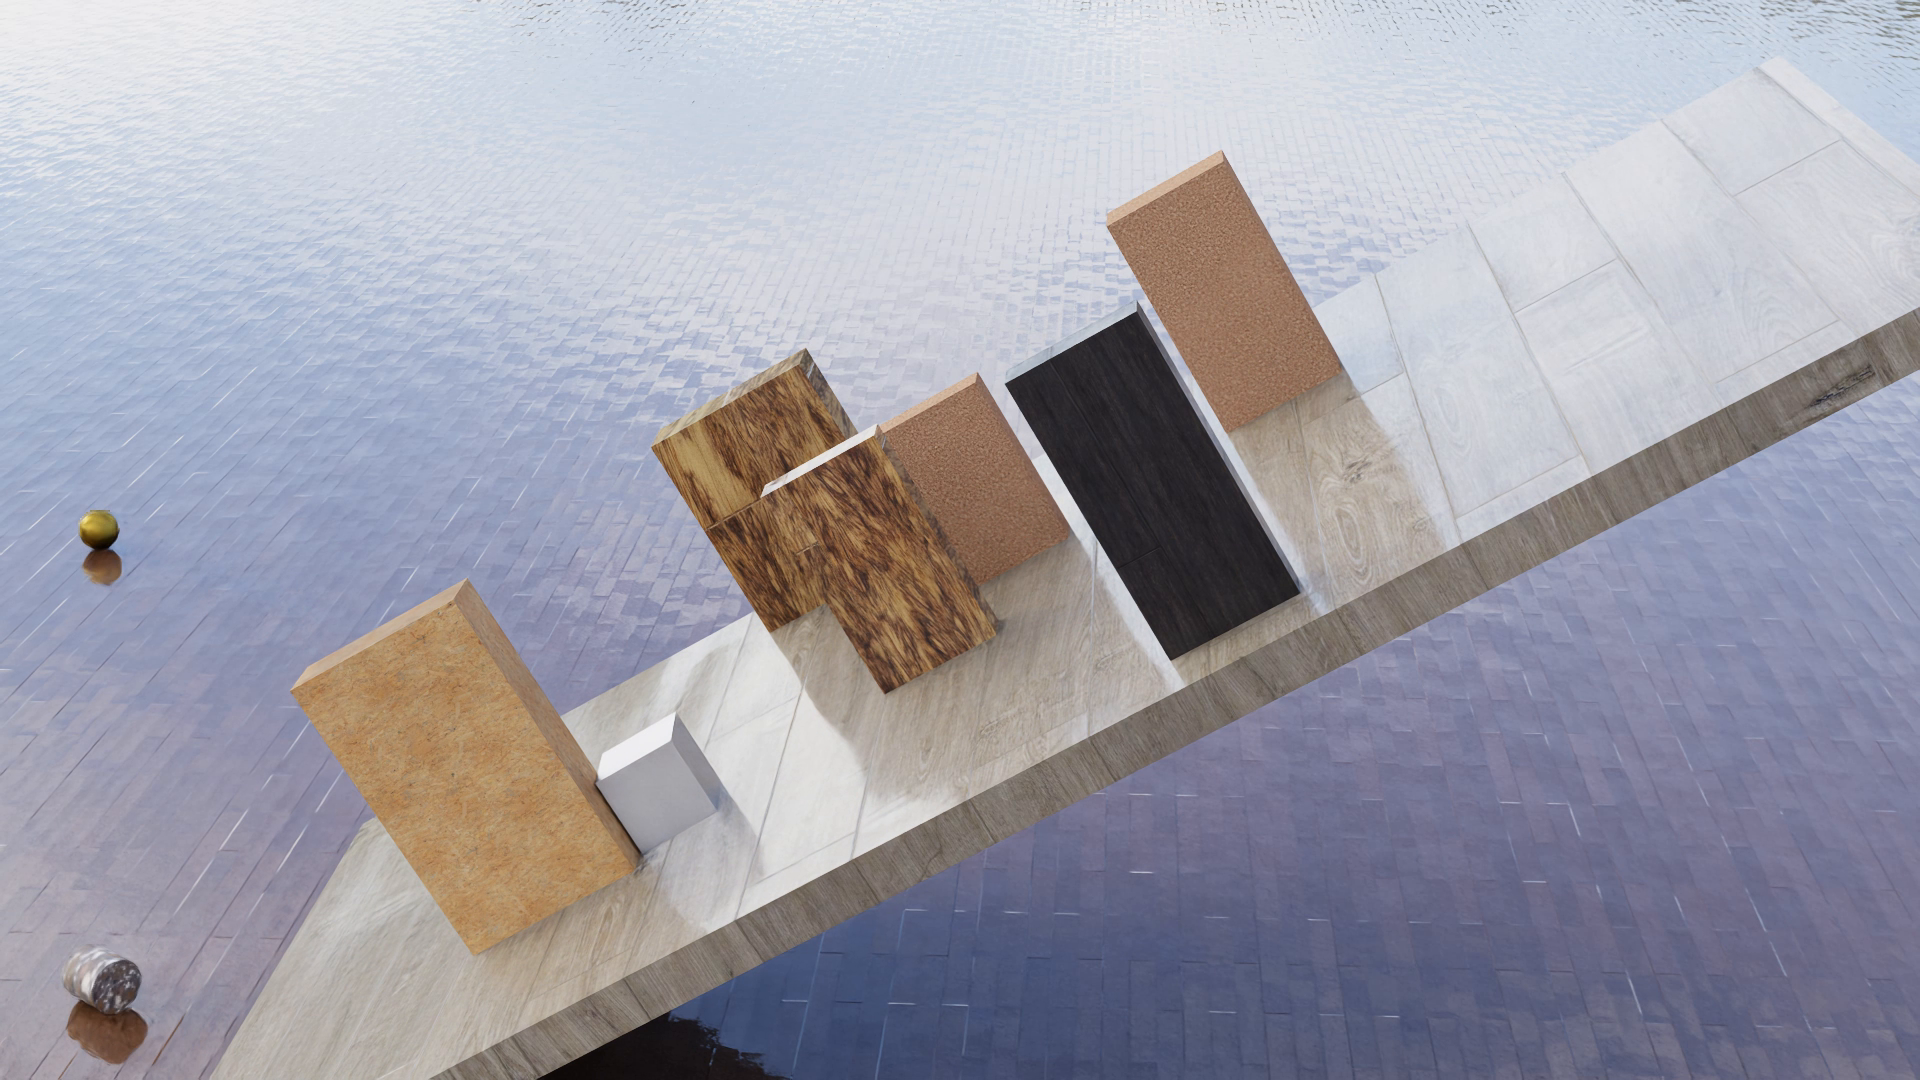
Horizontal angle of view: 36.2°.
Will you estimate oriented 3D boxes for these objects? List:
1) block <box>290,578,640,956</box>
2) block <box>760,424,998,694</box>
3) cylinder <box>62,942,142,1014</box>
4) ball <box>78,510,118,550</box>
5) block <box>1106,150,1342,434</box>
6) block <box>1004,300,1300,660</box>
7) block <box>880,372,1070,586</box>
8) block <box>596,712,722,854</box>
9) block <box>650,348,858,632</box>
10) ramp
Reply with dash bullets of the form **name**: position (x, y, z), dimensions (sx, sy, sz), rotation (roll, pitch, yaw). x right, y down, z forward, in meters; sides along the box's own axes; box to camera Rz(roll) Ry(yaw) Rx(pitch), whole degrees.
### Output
- **block**: position (-1.008, 0.471, 6.055), dimensions (0.400, 0.678, 0.134), rotation (-28, 15, 12)
- **block**: position (-0.165, 0.042, 6.127), dimensions (0.274, 0.498, 0.087), rotation (-28, 15, 12)
- **cylinder**: position (-2.001, 1.021, 6.856), dimensions (0.130, 0.130, 0.130), rotation (16, 25, 40)
- **ball**: position (-2.921, -0.033, 9.976), dimensions (0.131, 0.131, 0.131), rotation (0, 19, 0)
- **block**: position (0.581, -0.545, 6.476), dimensions (0.289, 0.538, 0.132), rotation (-28, 15, 12)
- **block**: position (0.352, -0.105, 5.345), dimensions (0.271, 0.607, 0.090), rotation (-28, 15, 12)
- **block**: position (-0.001, -0.112, 6.486), dimensions (0.324, 0.407, 0.089), rotation (-28, 15, 12)
- **block**: position (-0.630, 0.507, 6.159), dimensions (0.182, 0.182, 0.182), rotation (-30, 15, 6)
- **block**: position (-0.415, -0.118, 7.078), dimensions (0.415, 0.540, 0.150), rotation (-28, 15, 12)
- **ramp**: position (0.142, 0.168, 6.285), dimensions (4.000, 0.100, 2.000), rotation (-28, 15, 12)
